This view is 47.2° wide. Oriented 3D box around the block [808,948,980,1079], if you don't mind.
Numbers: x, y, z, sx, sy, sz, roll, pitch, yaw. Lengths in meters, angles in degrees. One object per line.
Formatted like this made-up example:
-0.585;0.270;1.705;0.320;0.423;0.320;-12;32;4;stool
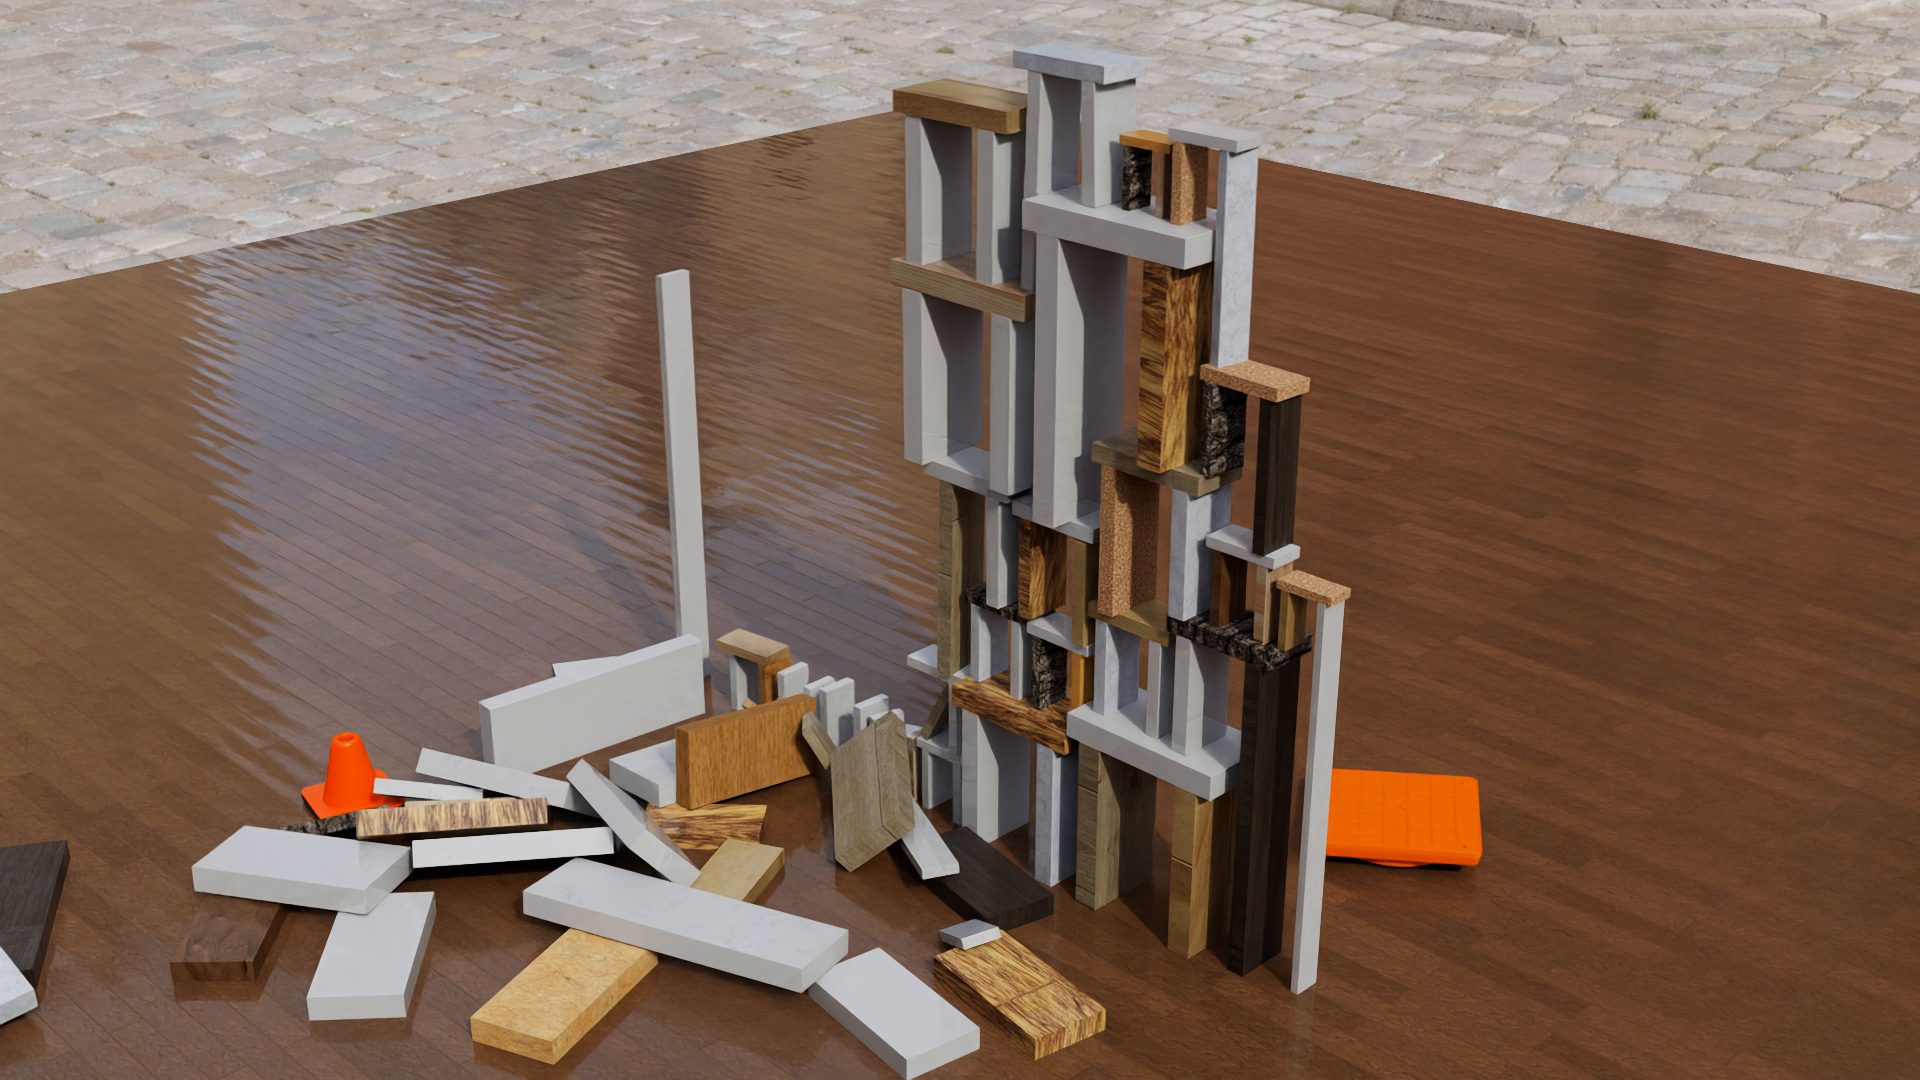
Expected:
-0.116;0.813;3.790;0.150;0.043;0.301;-16;28;-33;block

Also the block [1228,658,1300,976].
0.532;0.477;3.851;0.032;0.614;0.113;21;31;41;block

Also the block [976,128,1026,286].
0.091;-0.596;3.866;0.039;0.272;0.136;21;31;40;block

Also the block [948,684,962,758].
0.011;0.344;4.353;0.021;0.158;0.075;20;30;39;block

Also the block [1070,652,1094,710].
0.239;0.266;4.076;0.075;0.150;0.021;-21;31;-40;block

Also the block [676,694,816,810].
-0.434;0.429;4.493;0.324;0.162;0.046;-13;19;-41;block

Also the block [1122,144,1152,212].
0.295;-0.606;3.653;0.054;0.109;0.015;-21;31;-41;block

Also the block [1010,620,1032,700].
0.132;0.216;4.181;0.080;0.160;0.023;-21;31;-40;block

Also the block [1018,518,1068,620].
0.154;0.040;4.079;0.099;0.199;0.028;-21;31;-40;block

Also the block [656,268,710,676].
-0.607;-0.125;4.834;0.073;0.953;0.021;-21;31;-41;block

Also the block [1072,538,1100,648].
0.248;0.081;3.995;0.028;0.210;0.099;21;31;41;block

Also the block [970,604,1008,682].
0.057;0.187;4.250;0.080;0.160;0.023;-21;31;-40;block

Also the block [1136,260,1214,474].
0.379;-0.307;3.677;0.179;0.358;0.051;-21;31;-41;block

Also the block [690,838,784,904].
-0.444;0.658;4.166;0.120;0.034;0.283;8;24;18;block

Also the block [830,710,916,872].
-0.176;0.494;4.361;0.162;0.046;0.341;-36;27;16;block

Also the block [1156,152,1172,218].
0.346;-0.586;3.606;0.054;0.109;0.015;-21;31;-41;block

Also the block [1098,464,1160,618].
0.299;-0.014;3.890;0.119;0.282;0.034;-21;31;-41;block

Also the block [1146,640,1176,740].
0.375;0.253;3.931;0.094;0.188;0.027;-21;31;-40;block

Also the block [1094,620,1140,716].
0.287;0.219;4.013;0.094;0.188;0.027;-21;31;-41;block

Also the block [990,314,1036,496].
0.129;-0.262;3.976;0.047;0.334;0.167;21;31;40;block

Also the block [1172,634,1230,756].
0.426;0.256;3.874;0.113;0.227;0.032;-21;31;-40;block

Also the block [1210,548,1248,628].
0.459;0.072;3.754;0.071;0.142;0.020;-21;31;-40;block

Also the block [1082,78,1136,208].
0.249;-0.668;3.671;0.104;0.208;0.029;-21;29;-40;block

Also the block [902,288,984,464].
-0.031;-0.324;4.120;0.047;0.334;0.167;20;30;39;block

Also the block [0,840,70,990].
-1.757;0.695;4.069;0.146;0.041;0.454;-5;24;-12;block

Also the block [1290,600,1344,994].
0.608;0.444;3.748;0.015;0.755;0.054;21;31;41;block

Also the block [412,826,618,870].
-0.845;0.588;4.199;0.369;0.050;0.178;-3;-9;-7;block

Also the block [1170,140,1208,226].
0.373;-0.584;3.567;0.068;0.136;0.019;-21;30;-41;block

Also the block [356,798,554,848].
-0.974;0.553;4.261;0.355;0.050;0.178;-3;-17;-7;block

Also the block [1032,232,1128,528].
0.211;-0.295;3.866;0.179;0.528;0.051;-21;31;-40;block

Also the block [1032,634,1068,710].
0.168;0.238;4.141;0.075;0.150;0.021;-21;31;-41;block

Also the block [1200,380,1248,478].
0.438;-0.192;3.656;0.081;0.163;0.023;-18;29;-36;block

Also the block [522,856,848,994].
-0.498;0.689;3.967;0.586;0.047;0.165;10;19;24;block

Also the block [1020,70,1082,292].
0.157;-0.624;3.791;0.104;0.382;0.029;-21;33;-40;block

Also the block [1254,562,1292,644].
0.526;0.098;3.692;0.071;0.142;0.020;-21;31;-40;block

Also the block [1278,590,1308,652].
0.555;0.126;3.668;0.054;0.109;0.015;-21;31;-40;block

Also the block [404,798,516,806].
-0.985;0.541;4.368;0.214;0.030;0.107;-2;-18;-4;block

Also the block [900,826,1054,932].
0.030;0.647;4.182;0.150;0.043;0.301;-14;27;-30;block

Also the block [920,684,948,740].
-0.024;0.333;4.400;0.021;0.149;0.075;44;41;19;block

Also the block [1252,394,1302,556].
0.520;-0.113;3.607;0.023;0.272;0.081;21;31;40;block

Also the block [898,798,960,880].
-0.087;0.572;4.283;0.072;0.020;0.360;-8;18;-15;block

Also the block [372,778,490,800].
-1.061;0.508;4.425;0.214;0.030;0.107;6;-10;-3;block

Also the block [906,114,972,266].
-0.037;-0.646;3.981;0.039;0.272;0.136;20;30;38;block

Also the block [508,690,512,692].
-0.944;0.365;4.875;0.146;0.021;0.073;5;24;12;block

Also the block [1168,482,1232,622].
0.412;0.010;3.780;0.034;0.238;0.119;21;31;40;block

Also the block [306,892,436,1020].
-1.052;0.743;3.950;0.165;0.047;0.330;-1;23;-3;block

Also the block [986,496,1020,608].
0.099;0.010;4.124;0.110;0.220;0.031;-21;31;-40;block

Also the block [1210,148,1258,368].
0.443;-0.457;3.554;0.068;0.359;0.019;-17;28;-34;block

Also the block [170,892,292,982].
-1.329;0.709;4.036;0.146;0.041;0.292;0;23;-1;block

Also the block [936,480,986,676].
0.002;0.058;4.249;0.031;0.408;0.110;16;28;31;block
